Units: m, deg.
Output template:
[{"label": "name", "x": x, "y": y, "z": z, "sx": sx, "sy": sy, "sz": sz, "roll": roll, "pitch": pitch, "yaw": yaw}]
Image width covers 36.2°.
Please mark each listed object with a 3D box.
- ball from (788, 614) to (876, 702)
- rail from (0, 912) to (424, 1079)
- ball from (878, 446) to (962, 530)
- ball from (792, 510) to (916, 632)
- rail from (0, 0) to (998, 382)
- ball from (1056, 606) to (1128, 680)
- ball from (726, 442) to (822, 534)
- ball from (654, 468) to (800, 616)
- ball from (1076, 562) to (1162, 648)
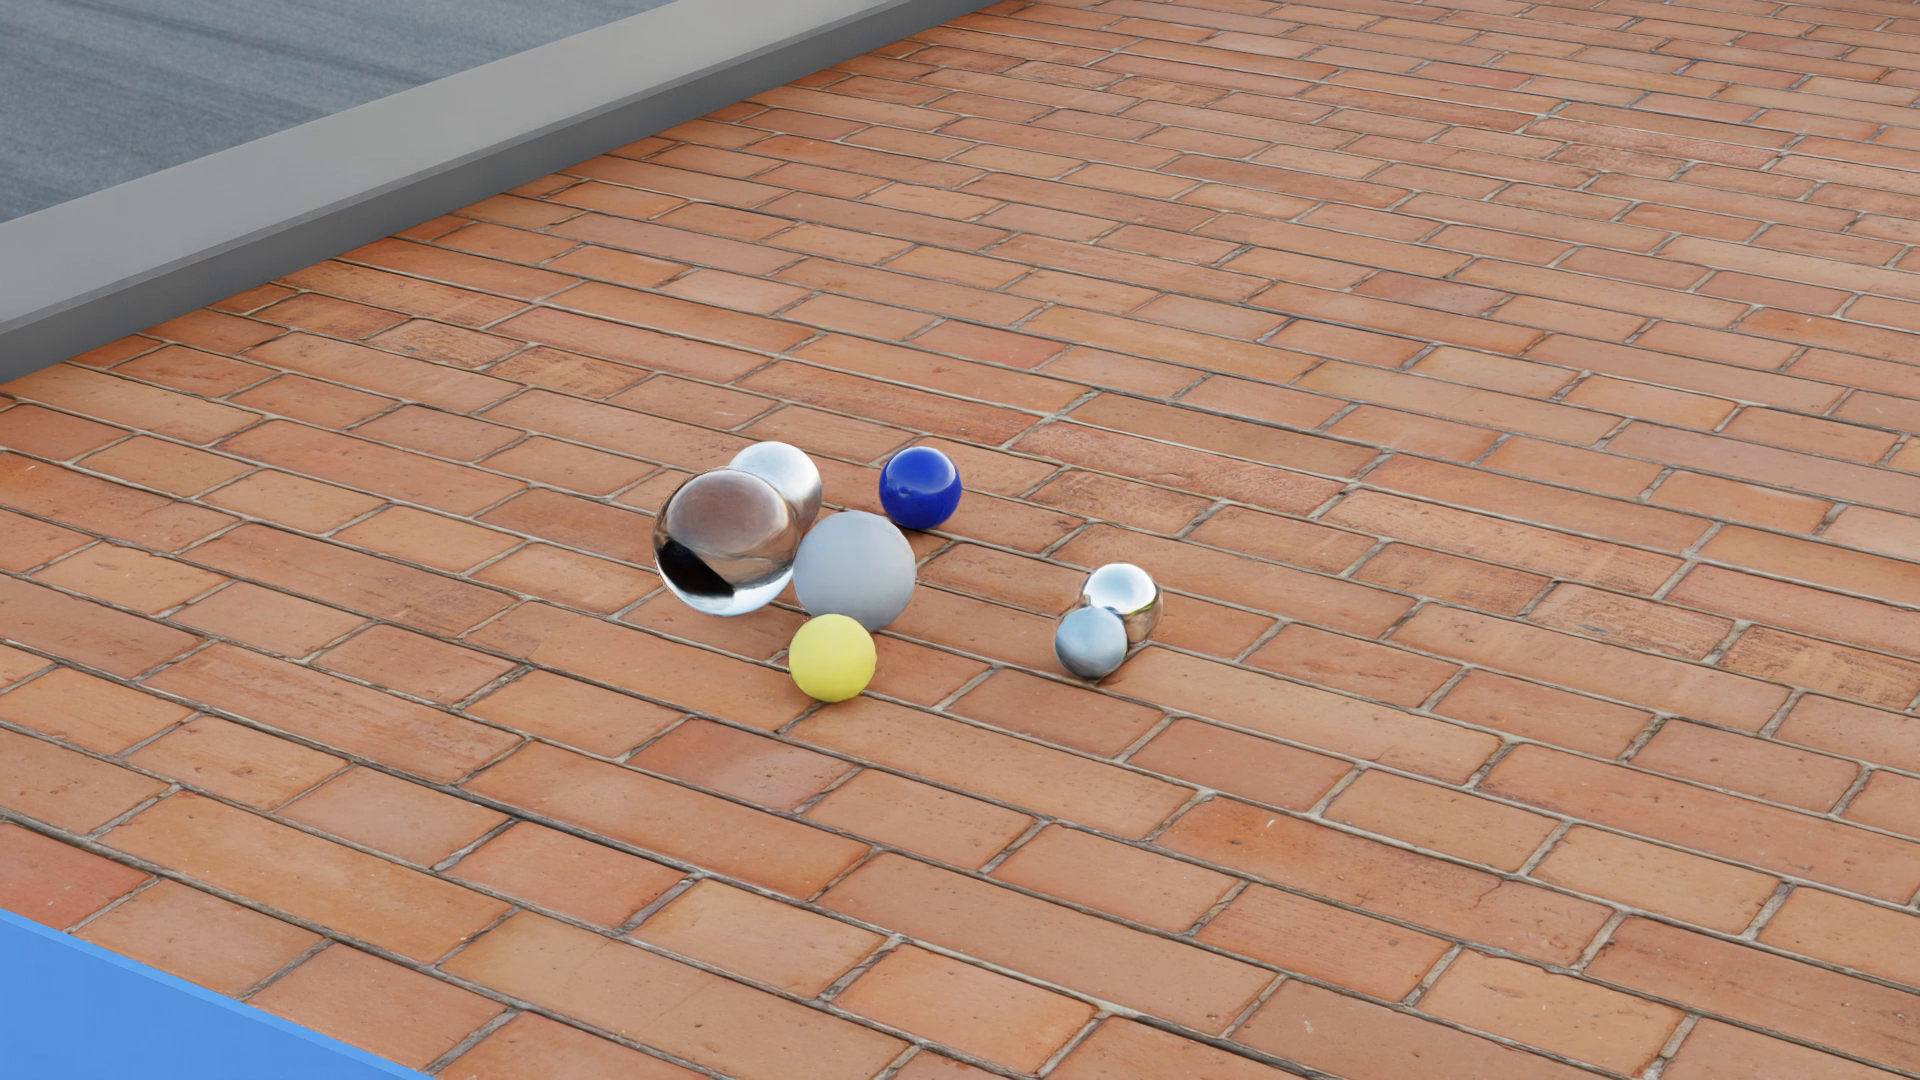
[{"label": "ball", "x": -0.077, "y": 0.072, "z": 1.786, "sx": 0.054, "sy": 0.054, "sz": 0.054, "roll": 0, "pitch": 24, "yaw": 0}, {"label": "rail", "x": -0.391, "y": 0.224, "z": 1.349, "sx": 1.670, "sy": 0.123, "sz": 0.045, "roll": 14, "pitch": 27, "yaw": 29}, {"label": "ball", "x": -0.027, "y": -0.036, "z": 2.027, "sx": 0.058, "sy": 0.058, "sz": 0.058, "roll": 0, "pitch": 24, "yaw": 0}, {"label": "ball", "x": -0.067, "y": 0.021, "z": 1.871, "sx": 0.079, "sy": 0.079, "sz": 0.079, "roll": 0, "pitch": 24, "yaw": 0}, {"label": "rail", "x": -0.286, "y": -0.461, "z": 2.913, "sx": 0.045, "sy": 0.123, "sz": 3.059, "roll": 14, "pitch": 27, "yaw": 29}, {"label": "ball", "x": 0.081, "y": 0.063, "z": 1.816, "sx": 0.045, "sy": 0.045, "sz": 0.045, "roll": 0, "pitch": 24, "yaw": 0}, {"label": "ball", "x": -0.128, "y": -0.032, "z": 2.003, "sx": 0.070, "sy": 0.070, "sz": 0.070, "roll": 0, "pitch": 24, "yaw": 0}, {"label": "ball", "x": -0.150, "y": 0.002, "z": 1.895, "sx": 0.095, "sy": 0.095, "sz": 0.095, "roll": 0, "pitch": 24, "yaw": 0}, {"label": "ball", "x": 0.101, "y": 0.041, "z": 1.855, "sx": 0.054, "sy": 0.054, "sz": 0.054, "roll": 0, "pitch": 24, "yaw": 0}]
